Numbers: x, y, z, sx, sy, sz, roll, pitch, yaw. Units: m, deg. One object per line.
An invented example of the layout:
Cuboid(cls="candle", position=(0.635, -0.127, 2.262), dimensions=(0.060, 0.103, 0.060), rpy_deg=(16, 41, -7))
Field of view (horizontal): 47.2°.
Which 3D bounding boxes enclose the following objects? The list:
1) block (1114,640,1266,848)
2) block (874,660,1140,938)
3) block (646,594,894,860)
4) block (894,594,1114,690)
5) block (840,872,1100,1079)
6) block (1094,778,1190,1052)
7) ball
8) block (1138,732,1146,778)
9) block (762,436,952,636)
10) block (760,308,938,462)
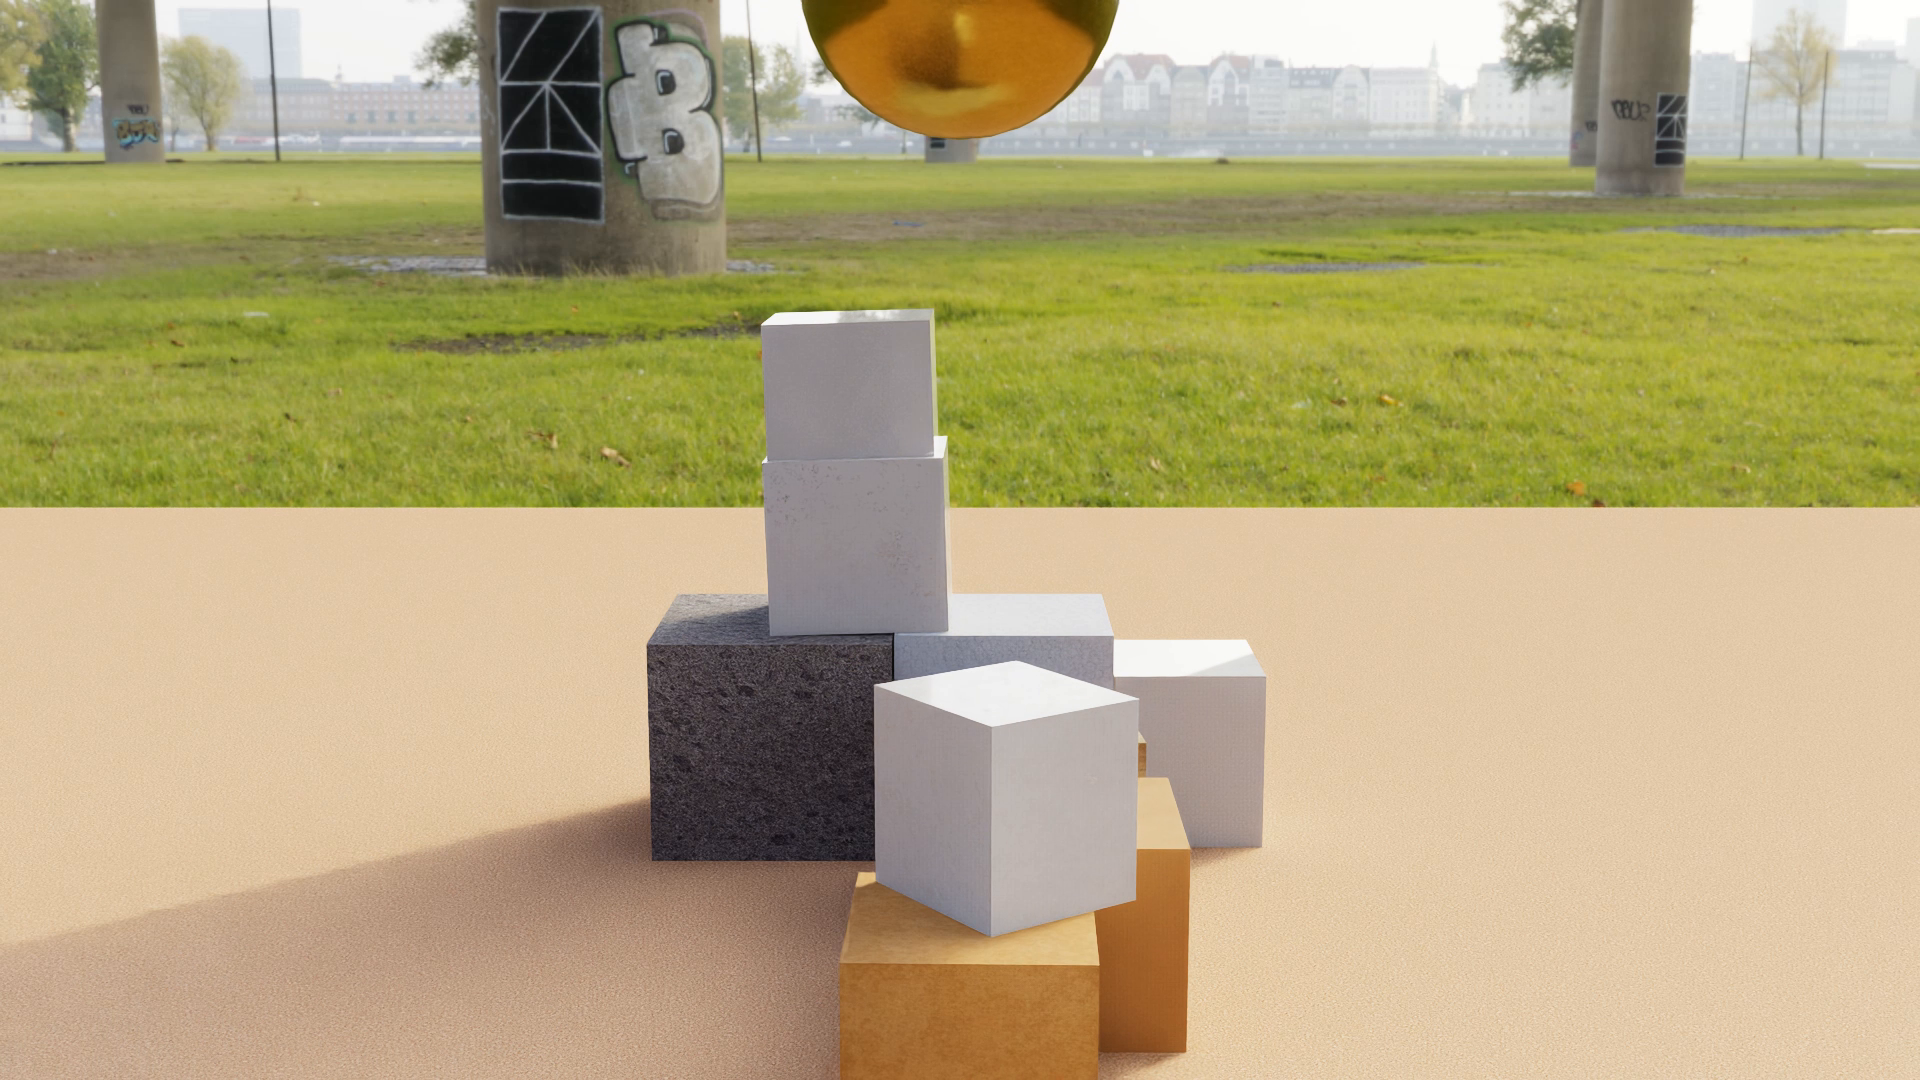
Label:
Cuboid(cls="block", position=(1.143, 1.039, 11.382), dimensions=(0.756, 0.884, 0.807), rpy_deg=(0, 10, 0))
Cuboid(cls="block", position=(0.159, 0.898, 7.834), dimensions=(0.639, 0.735, 0.707), rpy_deg=(-7, 13, -35))
Cuboid(cls="block", position=(-0.926, 0.937, 11.353), dimensions=(1.189, 1.094, 1.214), rpy_deg=(0, 10, 0))
Cuboid(cls="block", position=(0.217, 0.925, 11.366), dimensions=(1.076, 1.113, 1.008), rpy_deg=(0, 10, 0))
Cuboid(cls="block", position=(0.041, 1.724, 7.716), dimensions=(0.852, 0.848, 0.906), rpy_deg=(0, 10, 1))
Cuboid(cls="block", position=(0.417, 1.505, 8.973), dimensions=(0.934, 0.828, 0.958), rpy_deg=(0, 10, 0))
Cuboid(cls="ball", position=(0.000, -2.785, 10.834), dimensions=(1.600, 1.600, 1.600), rpy_deg=(0, 10, 0))
Cuboid(cls="block", position=(0.285, 1.257, 10.115), dimensions=(0.976, 0.907, 0.951), rpy_deg=(-1, 10, -5))
Cuboid(cls="block", position=(-0.501, -0.035, 11.152), dimensions=(0.882, 0.863, 0.801), rpy_deg=(-2, 10, 1))
Cuboid(cls="block", position=(-0.537, -0.787, 11.022), dimensions=(0.817, 0.666, 0.747), rpy_deg=(-2, 10, 1))
